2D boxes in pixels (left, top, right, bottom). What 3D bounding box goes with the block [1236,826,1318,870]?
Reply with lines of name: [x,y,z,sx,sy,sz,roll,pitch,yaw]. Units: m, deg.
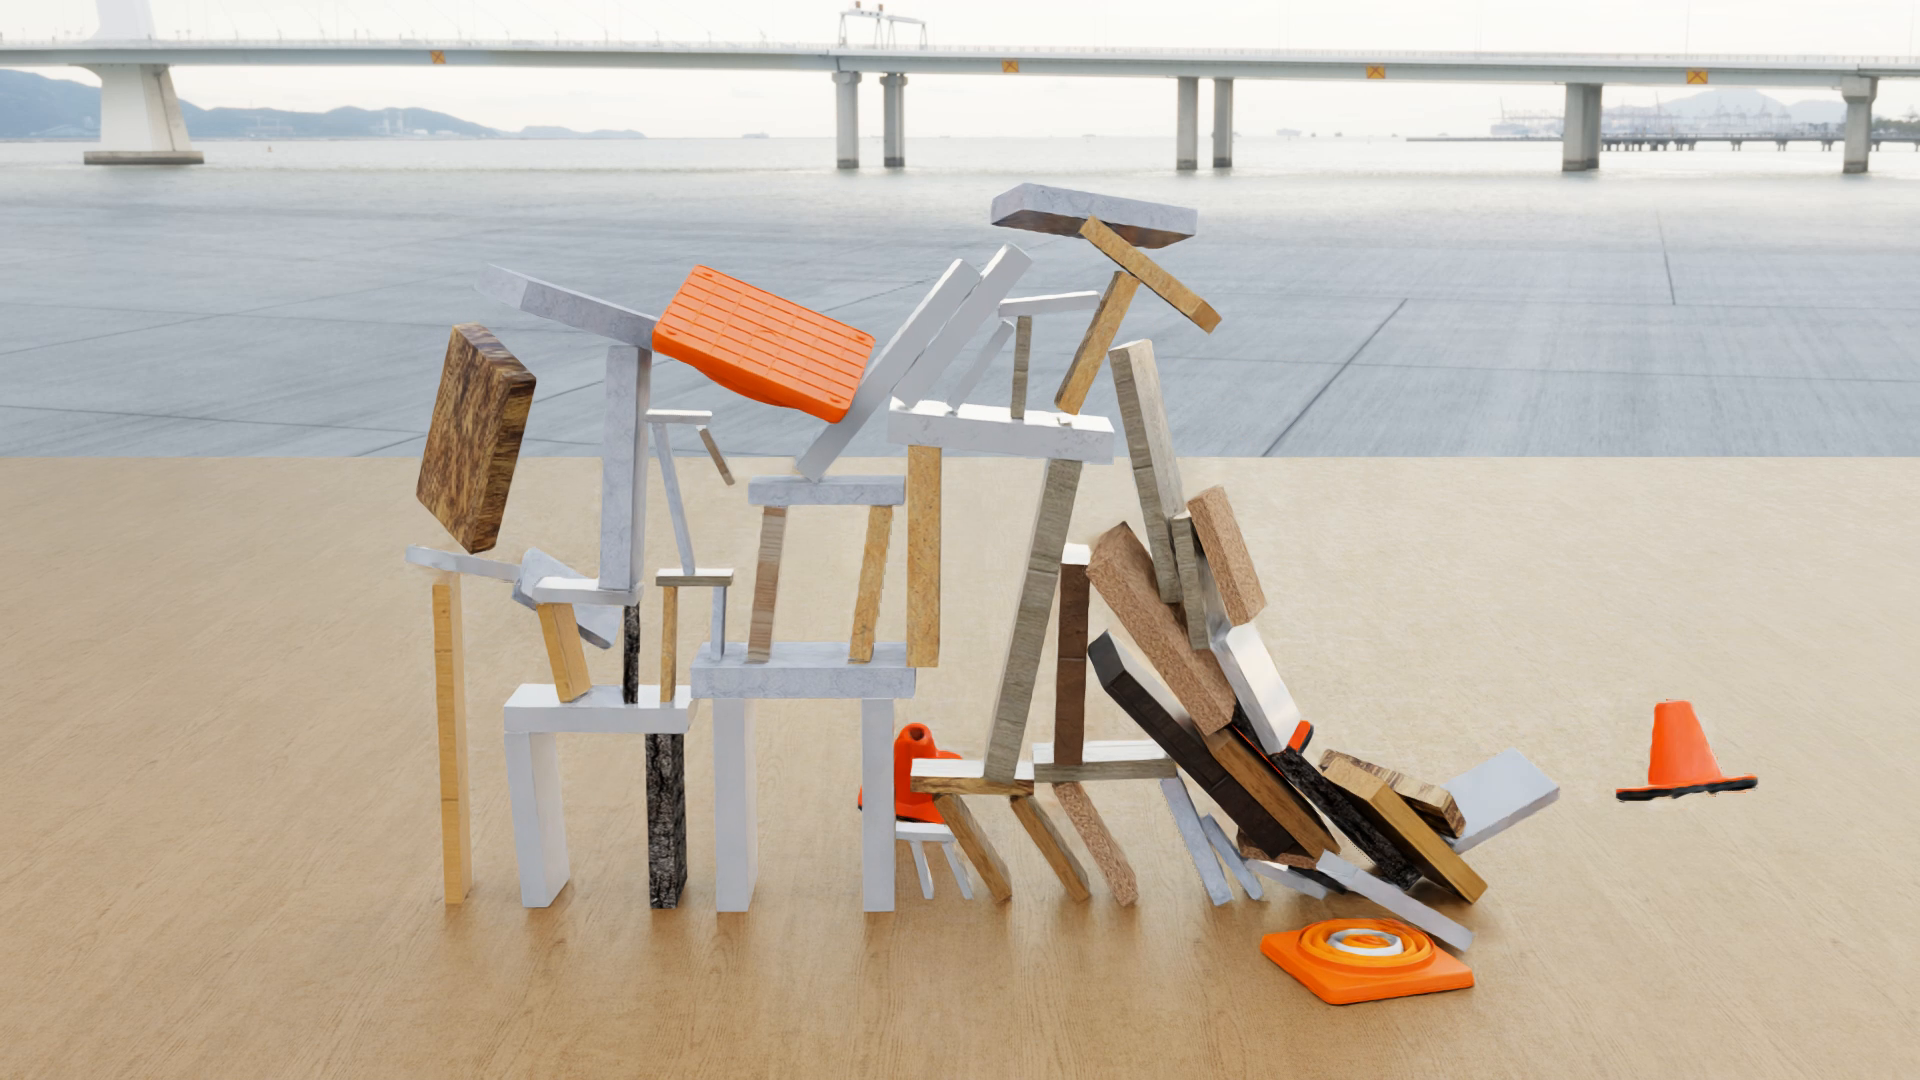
block: [0.535,0.512,3.645,0.144,0.020,0.072,11,18,-4]

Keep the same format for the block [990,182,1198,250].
block: [0.216,-0.525,3.577,0.301,0.043,0.150,6,-4,-20]

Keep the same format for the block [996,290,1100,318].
block: [0.139,-0.375,3.500,0.161,0.023,0.081,-6,9,-1]

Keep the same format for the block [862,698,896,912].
block: [-0.134,0.413,3.639,0.051,0.358,0.179,0,11,-1]

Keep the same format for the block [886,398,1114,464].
block: [0.063,-0.177,3.530,0.355,0.050,0.177,5,10,-1]

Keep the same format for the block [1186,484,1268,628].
block: [0.428,0.023,3.515,0.030,0.212,0.106,-19,5,27]

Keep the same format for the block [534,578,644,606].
block: [-0.600,0.084,3.566,0.163,0.023,0.081,3,11,1]

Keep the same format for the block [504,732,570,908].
block: [-0.700,0.443,3.643,0.042,0.296,0.148,-3,10,5]

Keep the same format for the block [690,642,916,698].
block: [-0.252,0.212,3.603,0.358,0.051,0.179,0,11,0]

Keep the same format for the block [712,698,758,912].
block: [-0.371,0.413,3.640,0.051,0.358,0.179,0,11,0]

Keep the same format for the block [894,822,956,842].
block: [-0.057,0.484,3.647,0.101,0.014,0.050,3,10,-1]

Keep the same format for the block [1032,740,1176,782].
block: [0.236,0.363,3.616,0.230,0.033,0.115,-2,11,1]

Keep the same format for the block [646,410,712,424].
block: [-0.451,-0.197,3.527,0.103,0.015,0.051,1,10,-7]

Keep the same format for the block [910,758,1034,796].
block: [0.021,0.392,3.634,0.202,0.029,0.101,2,10,0]

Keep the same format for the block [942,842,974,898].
block: [-0.004,0.542,3.657,0.014,0.101,0.050,-23,10,4]

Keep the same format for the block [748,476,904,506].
block: [-0.214,-0.080,3.560,0.248,0.035,0.124,0,8,-1]

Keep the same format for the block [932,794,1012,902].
block: [0.021,0.496,3.653,0.029,0.202,0.101,-32,9,5]

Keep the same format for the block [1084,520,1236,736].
block: [0.329,0.140,3.526,0.047,0.330,0.165,-33,11,23]

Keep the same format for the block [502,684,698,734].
block: [-0.587,0.277,3.613,0.296,0.042,0.148,1,11,0]

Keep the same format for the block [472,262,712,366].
block: [-0.588,-0.362,3.529,0.342,0.048,0.171,15,6,-39]

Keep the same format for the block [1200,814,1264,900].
block: [0.453,0.527,3.657,0.020,0.144,0.072,-35,8,6]

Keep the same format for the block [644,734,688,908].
block: [-0.486,0.444,3.644,0.042,0.296,0.148,0,11,0]

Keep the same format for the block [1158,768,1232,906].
block: [0.387,0.481,3.644,0.033,0.229,0.115,-24,9,5]

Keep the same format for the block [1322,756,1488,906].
block: [0.733,0.479,3.624,0.292,0.041,0.146,44,-7,-23]

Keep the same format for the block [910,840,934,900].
block: [-0.063,0.541,3.657,0.014,0.101,0.050,-14,10,3]

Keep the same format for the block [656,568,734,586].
block: [-0.429,0.061,3.568,0.121,0.017,0.060,0,11,0]

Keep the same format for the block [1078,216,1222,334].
block: [0.302,-0.419,3.479,0.237,0.034,0.118,41,7,22]

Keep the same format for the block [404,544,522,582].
block: [-0.831,0.040,3.682,0.099,0.028,0.198,11,-2,20]

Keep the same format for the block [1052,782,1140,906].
block: [0.223,0.485,3.645,0.033,0.229,0.115,-30,9,6]

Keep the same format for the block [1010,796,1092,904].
block: [0.148,0.499,3.652,0.029,0.202,0.101,-33,9,6]

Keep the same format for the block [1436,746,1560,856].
block: [0.890,0.446,3.742,0.233,0.033,0.117,-24,44,-20]
